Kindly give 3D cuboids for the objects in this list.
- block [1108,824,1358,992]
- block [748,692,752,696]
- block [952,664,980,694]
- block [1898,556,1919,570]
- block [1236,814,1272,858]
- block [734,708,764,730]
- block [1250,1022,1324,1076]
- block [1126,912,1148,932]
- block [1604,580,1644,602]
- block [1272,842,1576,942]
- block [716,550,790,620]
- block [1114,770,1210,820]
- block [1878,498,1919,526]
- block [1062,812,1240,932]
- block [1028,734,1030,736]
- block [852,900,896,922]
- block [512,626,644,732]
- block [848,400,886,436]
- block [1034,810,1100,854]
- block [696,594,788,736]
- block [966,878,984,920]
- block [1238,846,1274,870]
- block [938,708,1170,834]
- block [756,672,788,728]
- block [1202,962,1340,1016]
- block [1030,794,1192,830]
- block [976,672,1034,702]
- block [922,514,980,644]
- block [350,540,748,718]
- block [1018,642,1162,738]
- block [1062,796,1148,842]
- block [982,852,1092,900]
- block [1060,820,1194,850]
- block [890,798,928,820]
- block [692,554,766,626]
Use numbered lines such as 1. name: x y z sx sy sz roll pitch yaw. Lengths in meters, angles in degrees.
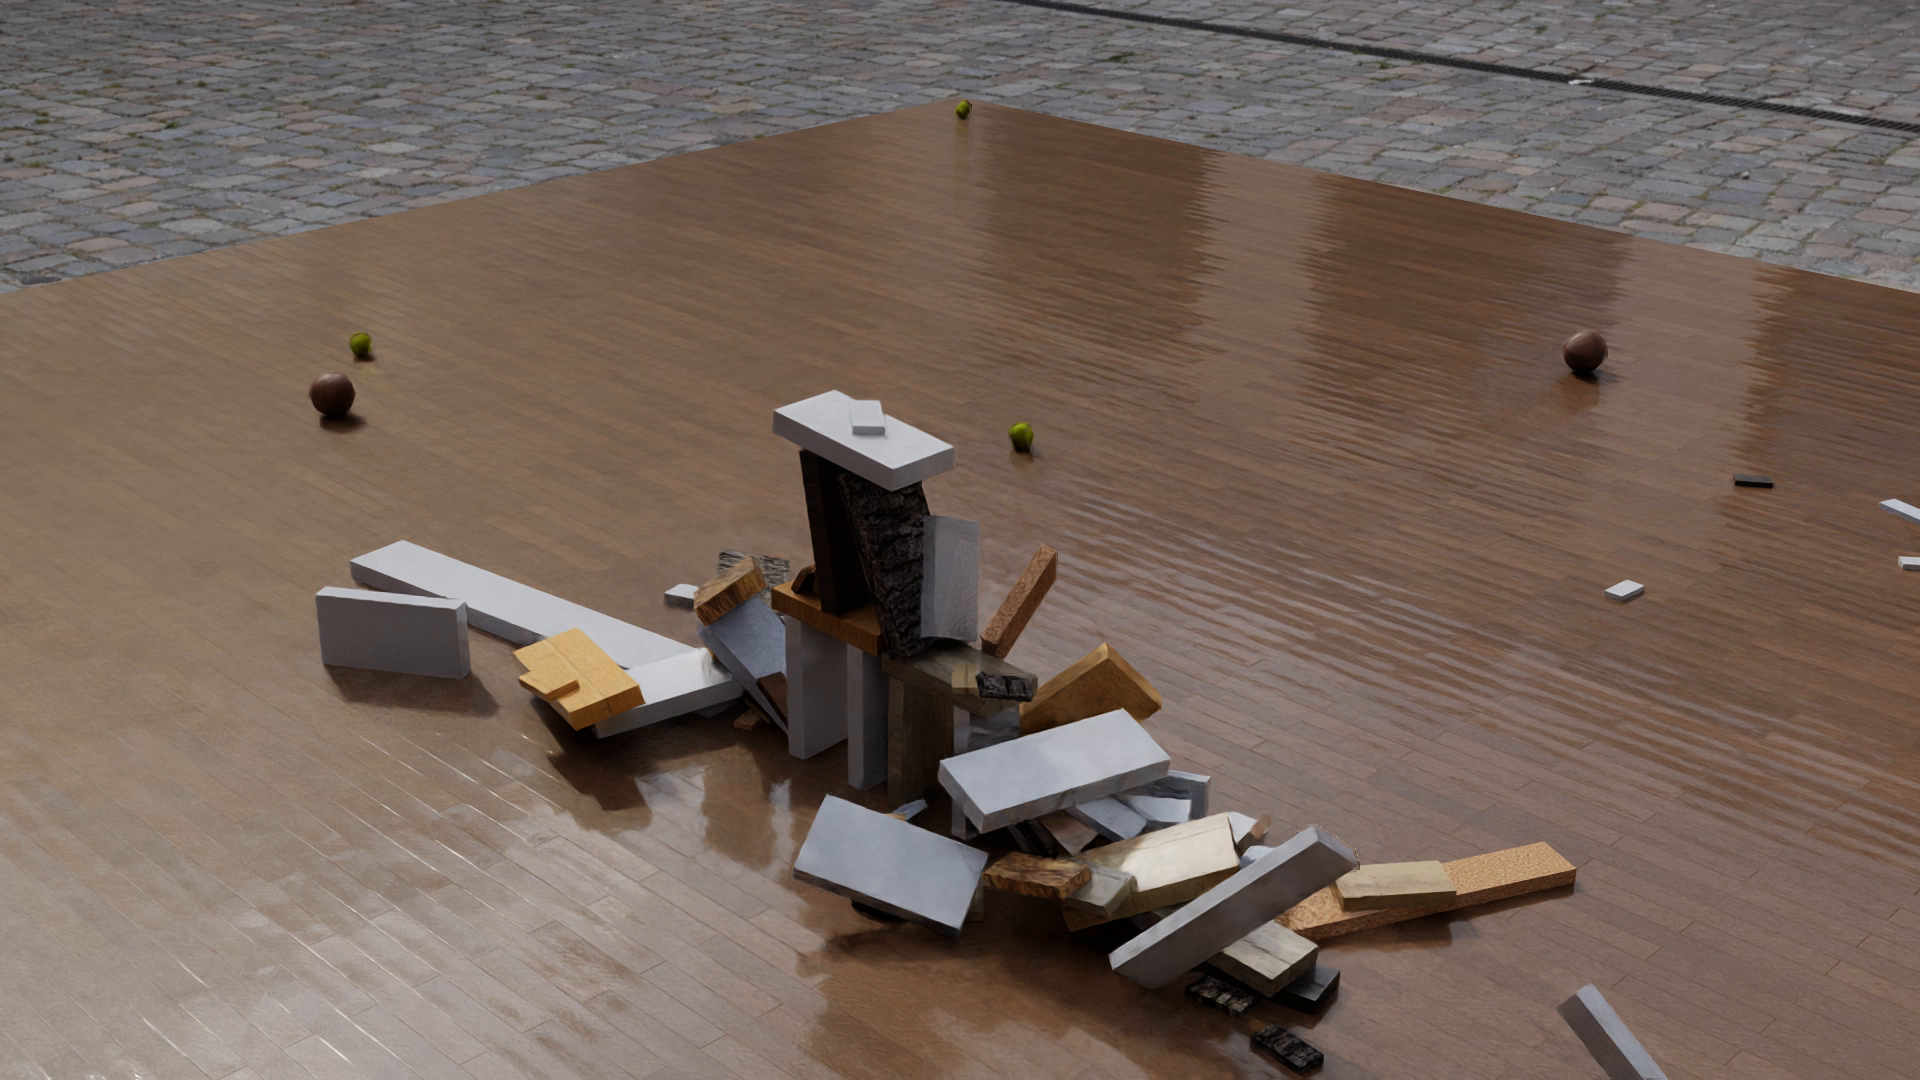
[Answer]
1. block: 0.464 0.635 3.764 0.117 0.450 0.033 34 30 -36
2. block: -0.444 0.328 4.906 0.045 0.013 0.091 25 42 -15
3. block: 0.011 0.268 4.258 0.052 0.015 0.103 0 23 0
4. block: 2.447 0.061 5.600 0.099 0.014 0.050 4 23 8
5. block: 0.530 0.590 4.188 0.022 0.156 0.078 42 36 9
6. block: -0.453 0.389 4.826 0.045 0.013 0.091 11 25 24
7. block: 0.552 0.859 3.715 0.057 0.016 0.114 -17 28 -35
8. block: 0.377 0.674 4.075 0.139 0.039 0.280 -15 34 -33
9. block: 1.646 0.125 5.448 0.099 0.014 0.050 -19 29 -37
10. block: 0.846 0.669 4.146 0.670 0.030 0.108 -8 24 -19
11. block: -0.512 0.127 5.357 0.174 0.049 0.347 10 22 -5
12. block: 0.373 0.514 4.389 0.242 0.121 0.034 8 16 19
13. block: 2.595 -0.038 5.831 0.057 0.016 0.352 -11 25 -24
14. block: 0.345 0.605 4.015 0.326 0.046 0.163 -17 27 8
15. block: 0.176 0.463 4.356 0.023 0.081 0.161 -24 42 -18
16. block: -0.113 0.660 4.173 0.091 0.026 0.182 17 28 34
17. block: -0.835 0.297 4.783 0.157 0.044 0.458 -22 22 -20
18. block: -0.186 -0.244 4.366 0.063 0.018 0.127 1 27 -8
19. block: 0.194 0.530 4.142 0.068 0.019 0.136 -39 64 -14
20. block: -0.405 0.279 4.823 0.336 0.048 0.168 46 42 17
21. block: 0.014 0.675 4.147 0.063 0.018 0.125 0 23 0
22. block: 0.568 0.641 4.157 0.117 0.033 0.234 3 16 25
23. block: 0.179 0.431 4.145 0.415 0.046 0.163 -13 39 -28
24. block: -0.378 0.343 4.725 0.063 0.018 0.127 -17 59 -41
25. block: 0.552 0.771 3.904 0.215 0.030 0.108 14 27 29
26. block: 0.257 0.515 4.223 0.365 0.023 0.081 4 27 10
27. block: 0.085 0.283 4.219 0.103 0.015 0.052 8 40 -19
28. block: -0.018 0.079 4.392 0.121 0.242 0.034 10 -13 -43
29. block: -0.991 0.196 5.238 1.240 0.048 0.168 17 28 34
30. block: 0.216 0.364 4.439 0.347 0.174 0.049 -36 29 21
31. block: 0.264 0.511 4.139 0.168 0.022 0.078 32 39 12
32. block: 0.139 0.609 3.989 0.182 0.026 0.091 3 22 42
33. block: 0.344 0.567 4.185 0.277 0.039 0.139 10 24 23
34. block: -0.146 0.565 4.365 0.063 0.018 0.191 -23 4 42
35. block: -0.508 0.108 4.831 0.157 0.044 0.313 -34 9 -3
